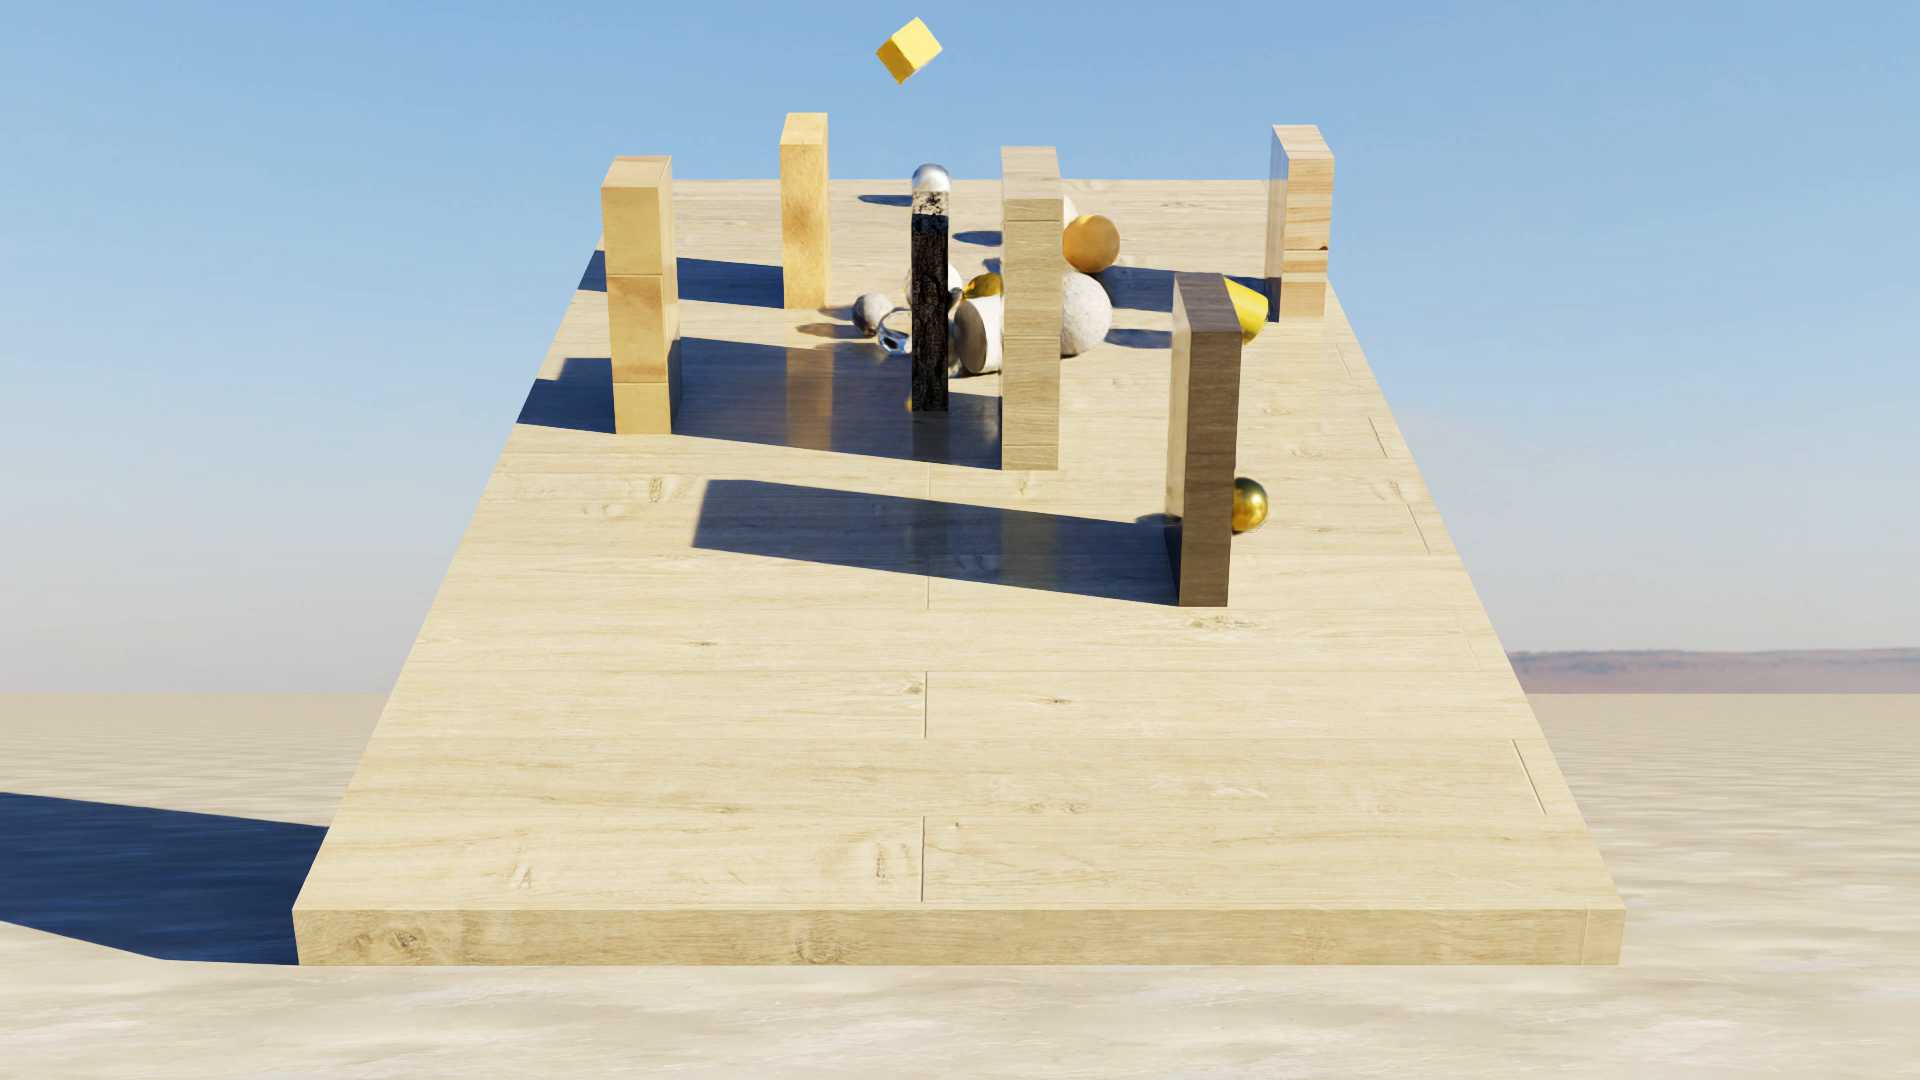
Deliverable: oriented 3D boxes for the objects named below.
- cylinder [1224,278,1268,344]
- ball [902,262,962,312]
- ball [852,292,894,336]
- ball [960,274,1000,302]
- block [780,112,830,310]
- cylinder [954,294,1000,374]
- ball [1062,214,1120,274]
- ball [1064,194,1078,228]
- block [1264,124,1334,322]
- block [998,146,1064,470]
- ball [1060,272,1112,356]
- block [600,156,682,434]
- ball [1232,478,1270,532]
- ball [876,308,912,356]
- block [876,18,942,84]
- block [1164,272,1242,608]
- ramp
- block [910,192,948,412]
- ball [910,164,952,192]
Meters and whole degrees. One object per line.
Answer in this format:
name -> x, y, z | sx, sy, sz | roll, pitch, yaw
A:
cylinder -> 0.667, -0.566, 5.737 | 0.130, 0.130, 0.130 | 21, -11, -19
ball -> -0.069, -0.640, 5.912 | 0.151, 0.151, 0.151 | 0, -4, 0
ball -> -0.217, -0.563, 5.820 | 0.108, 0.108, 0.108 | 0, -4, 0
ball -> 0.077, -0.590, 5.828 | 0.152, 0.152, 0.152 | 0, -4, 0
block -> -0.401, -0.859, 6.077 | 0.105, 0.434, 0.320 | 0, 24, 0
cylinder -> 0.104, -0.500, 5.598 | 0.179, 0.179, 0.179 | -12, 2, -24
ball -> 0.352, -0.797, 6.275 | 0.160, 0.160, 0.160 | 0, -4, 0
ball -> 0.254, -0.899, 6.511 | 0.150, 0.150, 0.150 | 0, -4, 0
block -> 0.867, -0.815, 5.995 | 0.113, 0.426, 0.333 | 0, 24, 0
block -> 0.151, -0.511, 5.107 | 0.122, 0.606, 0.412 | 0, 24, 0
ball -> 0.268, -0.551, 5.682 | 0.203, 0.203, 0.203 | 0, -4, 0
block -> -0.709, -0.549, 5.229 | 0.123, 0.570, 0.256 | 0, 24, 0
ball -> 0.571, -0.072, 4.734 | 0.111, 0.111, 0.111 | 0, -4, 0
ball -> -0.146, -0.507, 5.688 | 0.116, 0.116, 0.116 | 0, -4, 0
block -> -0.144, -1.377, 6.569 | 0.114, 0.114, 0.114 | -41, 7, -26
block -> 0.462, -0.196, 4.481 | 0.092, 0.553, 0.349 | 0, 24, 0
ramp -> -0.008, -0.229, 5.338 | 2.000, 0.100, 4.000 | 0, 24, 0
block -> -0.068, -0.558, 5.424 | 0.084, 0.426, 0.324 | 0, 24, 0
ball -> -0.086, -1.051, 6.881 | 0.119, 0.119, 0.119 | 0, -4, 0
